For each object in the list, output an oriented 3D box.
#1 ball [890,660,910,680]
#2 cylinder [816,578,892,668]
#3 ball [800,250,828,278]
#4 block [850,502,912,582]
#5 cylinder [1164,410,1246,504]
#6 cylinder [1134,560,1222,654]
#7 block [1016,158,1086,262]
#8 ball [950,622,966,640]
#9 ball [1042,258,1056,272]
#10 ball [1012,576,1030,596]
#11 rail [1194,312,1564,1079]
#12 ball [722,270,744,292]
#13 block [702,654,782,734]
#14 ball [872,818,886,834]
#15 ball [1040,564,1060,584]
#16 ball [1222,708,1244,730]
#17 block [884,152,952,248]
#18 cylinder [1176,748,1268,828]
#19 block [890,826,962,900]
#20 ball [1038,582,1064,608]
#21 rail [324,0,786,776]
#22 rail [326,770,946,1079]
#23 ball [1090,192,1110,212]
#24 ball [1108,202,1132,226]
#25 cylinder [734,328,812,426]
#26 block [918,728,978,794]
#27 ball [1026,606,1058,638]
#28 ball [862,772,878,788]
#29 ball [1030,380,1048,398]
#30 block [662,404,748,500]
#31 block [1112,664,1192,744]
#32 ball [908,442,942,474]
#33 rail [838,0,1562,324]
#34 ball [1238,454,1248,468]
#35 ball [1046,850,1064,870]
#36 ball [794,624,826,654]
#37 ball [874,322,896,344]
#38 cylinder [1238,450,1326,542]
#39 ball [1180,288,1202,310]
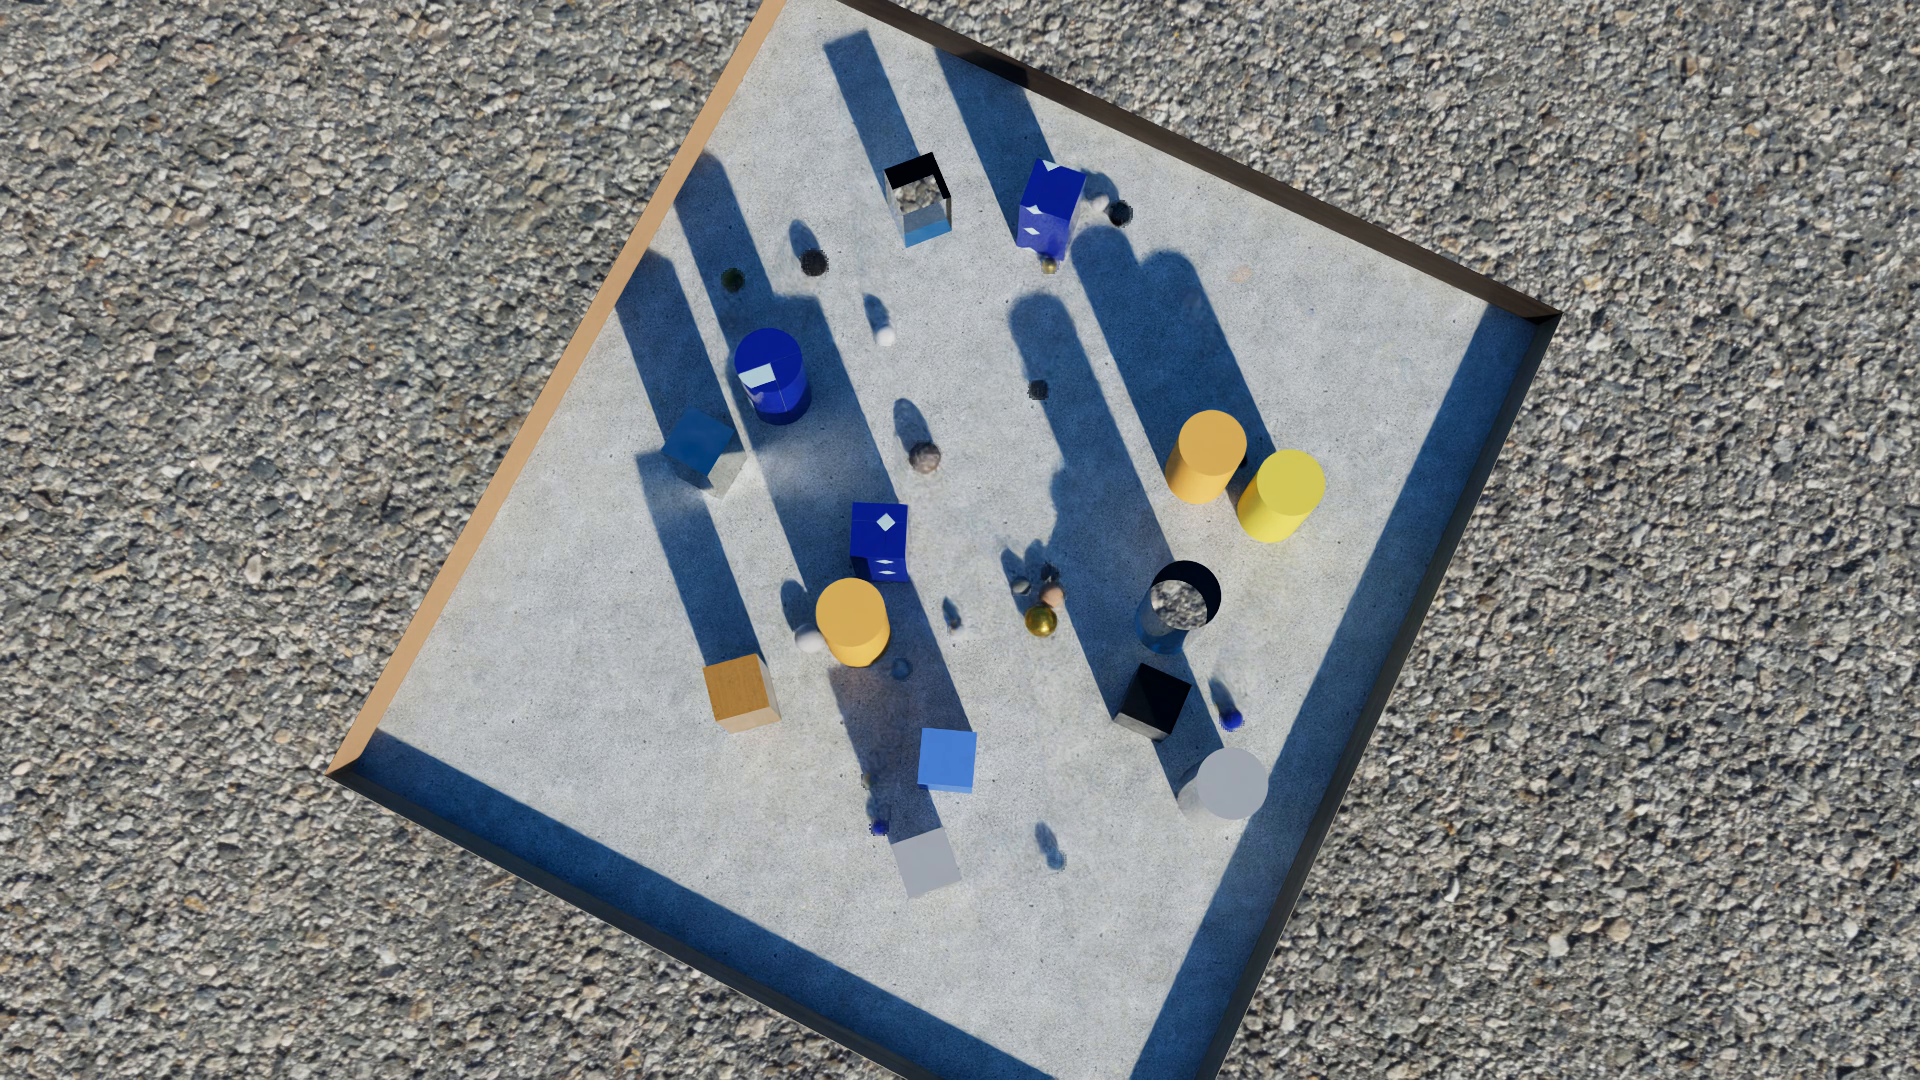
[{"bbox_3d":[-0.178,0.391,5.505,0.060,0.060,0.060,0,78,0],"label":"ball"},{"bbox_3d":[-0.307,0.246,5.349,0.197,0.425,0.197,0,78,0],"label":"cylinder"},{"bbox_3d":[-0.459,-0.866,5.754,0.082,0.082,0.082,0,78,0],"label":"ball"},{"bbox_3d":[-0.231,0.011,5.416,0.157,0.387,0.157,2,78,0],"label":"block"},{"bbox_3d":[0.731,-0.244,5.481,0.197,0.365,0.197,0,78,0],"label":"cylinder"},{"bbox_3d":[0.628,0.202,5.327,0.197,0.486,0.197,0,78,0],"label":"cylinder"},{"bbox_3d":[0.279,-1.014,5.651,0.157,0.344,0.157,19,79,4],"label":"block"},{"bbox_3d":[-0.007,0.276,5.534,0.051,0.051,0.051,0,78,0],"label":"ball"},{"bbox_3d":[0.282,-0.867,5.772,0.047,0.047,0.047,0,78,0],"label":"ball"},{"bbox_3d":[0.185,0.138,5.559,0.058,0.058,0.058,0,78,0],"label":"ball"},{"bbox_3d":[1.182,0.585,5.429,0.045,0.128,2.929,26,80,5],"label":"rail"},{"bbox_3d":[-0.713,-0.812,5.751,0.065,0.065,0.065,0,78,0],"label":"ball"},{"bbox_3d":[-0.631,0.451,5.339,0.157,0.360,0.157,-15,79,-3],"label":"block"},{"bbox_3d":[-0.238,0.847,5.419,0.044,0.044,0.044,0,78,0],"label":"ball"},{"bbox_3d":[0.273,0.104,5.566,0.056,0.056,0.056,0,78,0],"label":"ball"},{"bbox_3d":[0.814,0.534,5.473,0.064,0.064,0.064,0,78,0],"label":"ball"},{"bbox_3d":[-0.128,-1.053,5.691,0.157,0.281,0.157,-21,79,-4],"label":"block"},{"bbox_3d":[0.742,0.712,5.228,0.197,0.473,0.197,0,78,0],"label":"cylinder"},{"bbox_3d":[-0.095,0.934,5.285,0.157,0.271,0.157,-19,79,-4],"label":"block"},{"bbox_3d":[0.277,0.167,5.542,0.079,0.079,0.079,0,78,0],"label":"ball"},{"bbox_3d":[-1.182,-0.572,5.669,0.045,0.128,2.929,26,80,5],"label":"rail"},{"bbox_3d":[-0.644,1.269,5.288,2.690,0.128,0.045,26,80,5],"label":"rail"},{"bbox_3d":[0.443,-1.072,5.807,0.062,0.062,0.062,0,78,0],"label":"ball"},{"bbox_3d":[0.503,-1.031,5.791,0.076,0.076,0.076,0,78,0],"label":"ball"},{"bbox_3d":[-0.560,-0.488,5.532,0.197,0.365,0.197,0,78,0],"label":"cylinder"},{"bbox_3d":[-0.036,0.646,5.352,0.157,0.257,0.157,5,78,1],"label":"block"},{"bbox_3d":[0.245,0.246,5.516,0.098,0.098,0.098,0,78,0],"label":"ball"},{"bbox_3d":[-0.265,0.713,5.445,0.047,0.047,0.047,0,78,0],"label":"ball"},{"bbox_3d":[0.245,-0.468,5.683,0.059,0.059,0.059,0,78,0],"label":"ball"},{"bbox_3d":[-0.764,-0.257,5.503,0.157,0.328,0.157,29,80,6],"label":"block"},{"bbox_3d":[0.562,0.481,5.383,0.157,0.262,0.157,24,79,5],"label":"block"},{"bbox_3d":[-0.107,-0.252,5.619,0.098,0.098,0.098,0,78,0],"label":"ball"},{"bbox_3d":[0.644,-1.255,5.810,2.690,0.128,0.045,26,80,5],"label":"rail"},{"bbox_3d":[0.859,-0.246,5.641,0.053,0.053,0.053,0,78,0],"label":"ball"},{"bbox_3d":[0.280,0.944,5.392,0.057,0.057,0.057,0,78,0],"label":"ball"},{"bbox_3d":[-0.451,0.296,5.507,0.094,0.094,0.094,0,78,0],"label":"ball"},{"bbox_3d":[-0.234,-0.645,5.715,0.068,0.068,0.068,0,78,0],"label":"ball"},{"bbox_3d":[0.950,-0.126,5.448,0.197,0.382,0.197,0,78,0],"label":"cylinder"},{"bbox_3d":[0.722,-0.756,5.740,0.065,0.065,0.065,0,78,0],"label":"ball"}]
